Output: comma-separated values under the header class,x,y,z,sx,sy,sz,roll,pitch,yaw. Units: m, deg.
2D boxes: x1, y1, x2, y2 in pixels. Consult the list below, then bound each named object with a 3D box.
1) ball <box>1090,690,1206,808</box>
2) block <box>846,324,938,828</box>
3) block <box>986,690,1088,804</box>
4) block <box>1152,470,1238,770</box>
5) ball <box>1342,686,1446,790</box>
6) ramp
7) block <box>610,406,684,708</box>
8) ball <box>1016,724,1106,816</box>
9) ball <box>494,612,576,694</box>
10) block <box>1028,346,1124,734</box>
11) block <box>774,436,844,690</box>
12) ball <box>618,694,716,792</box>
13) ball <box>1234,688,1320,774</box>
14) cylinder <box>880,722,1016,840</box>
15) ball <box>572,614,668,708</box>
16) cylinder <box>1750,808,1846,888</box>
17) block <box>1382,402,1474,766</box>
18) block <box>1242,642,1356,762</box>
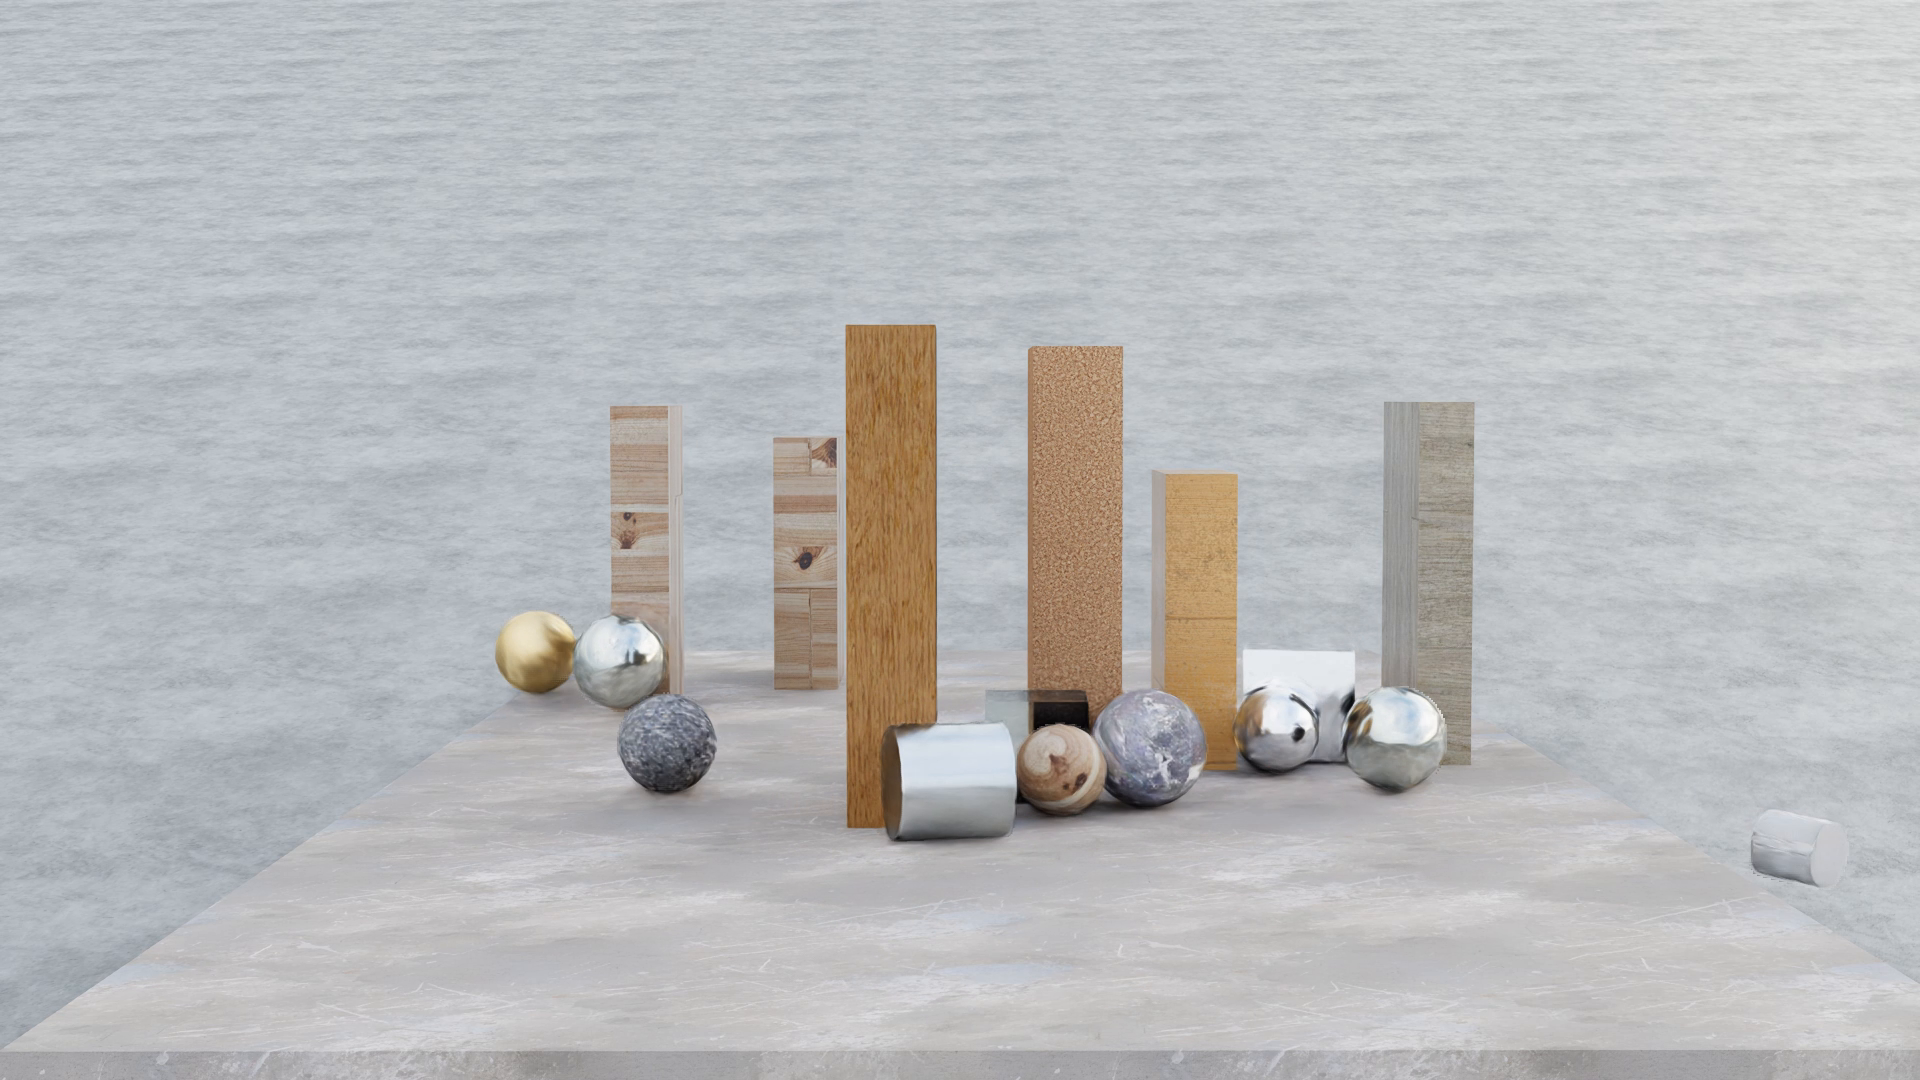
class,x,y,z,sx,sy,sz,roll,pitch,yaw
ball,0.294,0.327,4.034,0.185,0.185,0.185,0,21,0
block,-0.103,0.048,3.959,0.133,0.750,0.275,0,3,0
block,0.123,0.332,4.144,0.163,0.163,0.163,0,3,0
block,0.414,0.134,4.573,0.124,0.511,0.306,0,3,0
ball,0.710,0.325,4.210,0.169,0.169,0.169,0,21,0
ramp,0.049,0.442,4.532,2.000,0.100,4.000,0,3,0
block,-0.659,0.029,5.433,0.119,0.625,0.282,0,3,0
ball,0.155,0.354,3.950,0.141,0.141,0.141,0,21,0
ball,-0.921,0.244,5.590,0.179,0.179,0.179,0,21,0
block,0.192,0.038,4.361,0.147,0.726,0.305,0,3,0
block,-0.340,0.043,5.817,0.139,0.554,0.348,0,3,0
ball,-0.477,0.332,4.187,0.160,0.160,0.160,0,21,0
ball,0.541,0.326,4.395,0.147,0.147,0.147,0,21,0
cylinder,-0.019,0.352,3.756,0.167,0.167,0.167,-1,21,-13
ball,-0.690,0.246,5.208,0.191,0.191,0.191,0,21,0
cylinder,1.420,0.522,4.353,0.114,0.114,0.114,-18,19,-39
block,0.845,0.067,4.661,0.095,0.634,0.373,0,3,0
block,0.608,0.288,4.600,0.194,0.194,0.194,0,2,8
